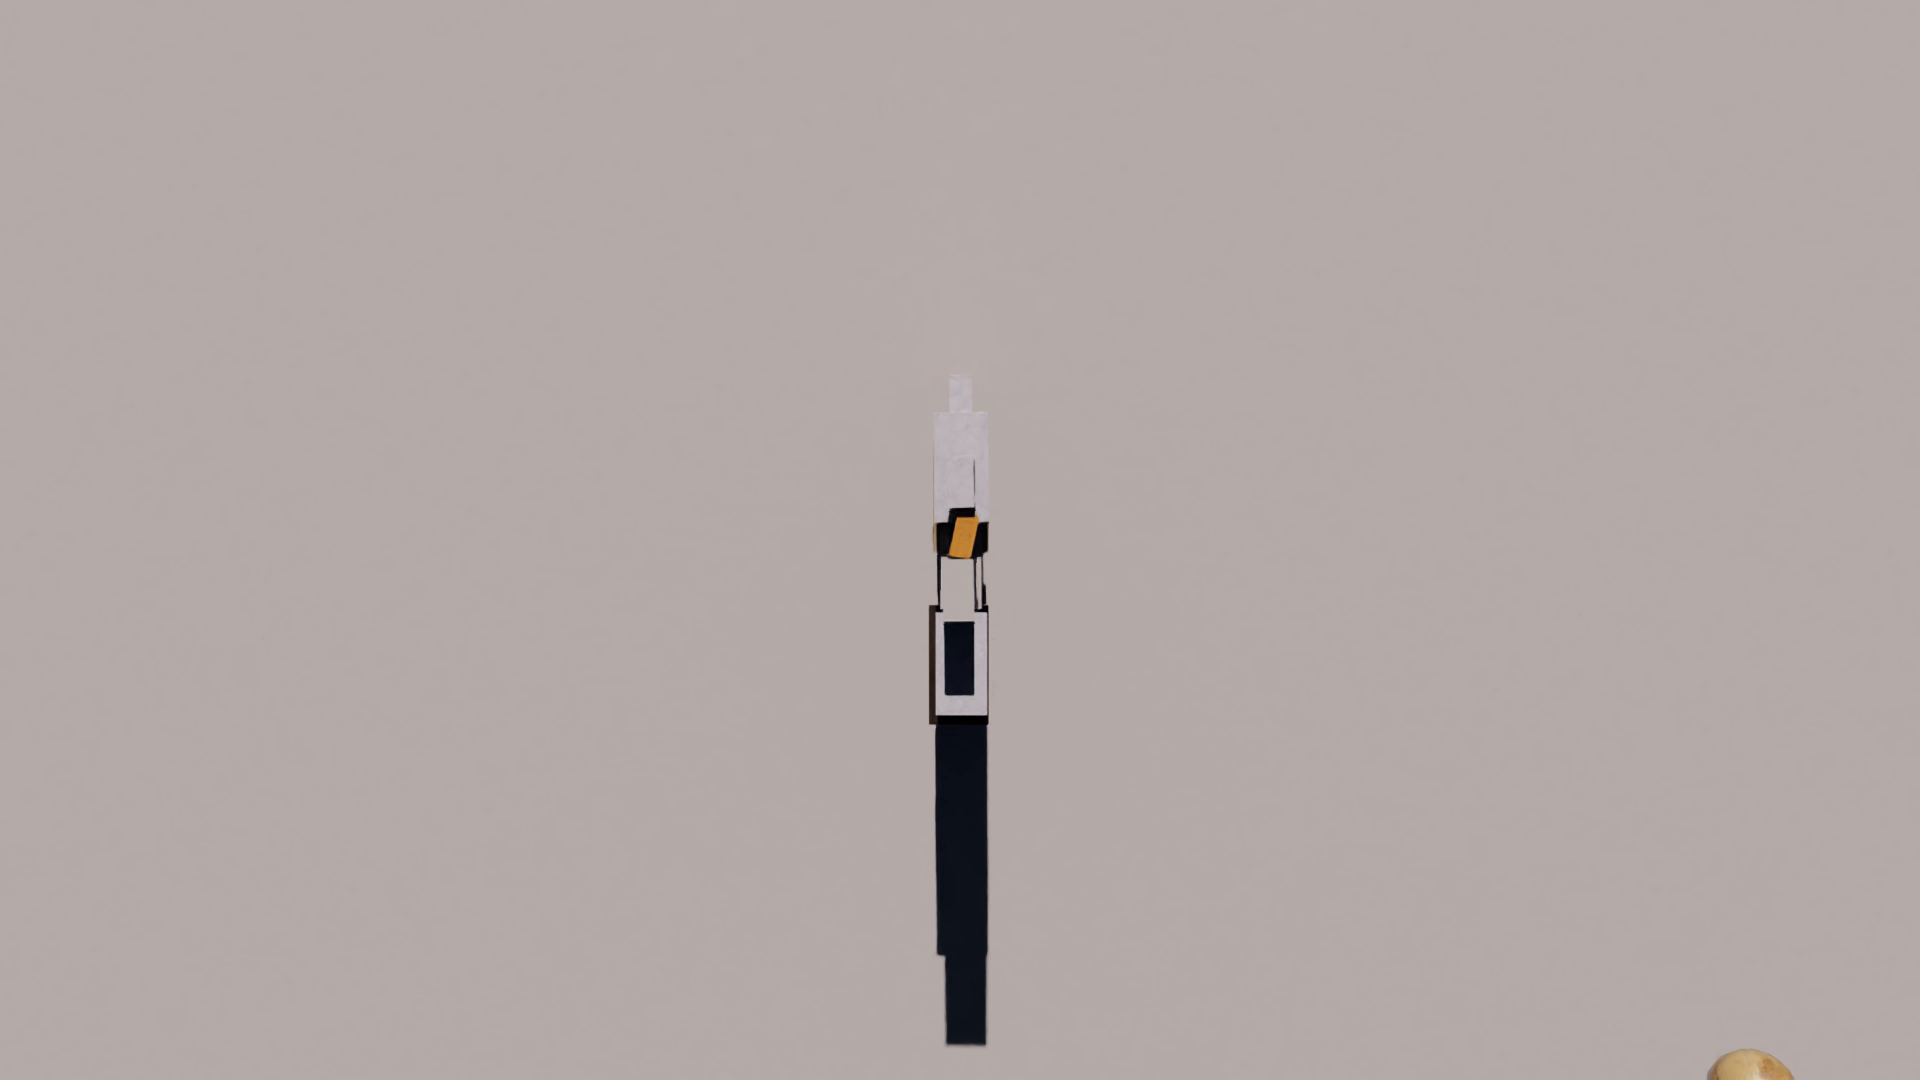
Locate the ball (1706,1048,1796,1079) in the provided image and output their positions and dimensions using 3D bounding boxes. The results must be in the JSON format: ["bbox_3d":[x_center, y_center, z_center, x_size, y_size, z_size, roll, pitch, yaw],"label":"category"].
[{"bbox_3d":[2.050,1.433,4.267,0.223,0.223,0.223,0,90,0],"label":"ball"}]

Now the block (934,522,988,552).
[{"bbox_3d":[0.003,-0.124,4.808,0.159,0.045,0.319,0,90,0],"label":"block"}]

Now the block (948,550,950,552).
[{"bbox_3d":[0.000,0.027,4.430,0.058,0.198,0.016,2,89,0],"label":"block"}]

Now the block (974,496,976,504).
[{"bbox_3d":[0.007,-0.106,4.378,0.068,0.136,0.019,0,90,0],"label":"block"}]

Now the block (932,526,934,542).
[{"bbox_3d":[-0.001,-0.017,5.051,0.159,0.440,0.045,0,90,0],"label":"block"}]

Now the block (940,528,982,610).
[{"bbox_3d":[0.003,0.078,4.545,0.113,0.032,0.225,0,90,0],"label":"block"}]

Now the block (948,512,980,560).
[{"bbox_3d":[0.011,-0.011,4.322,0.058,0.016,0.116,12,90,0],"label":"block"}]

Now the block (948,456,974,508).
[{"bbox_3d":[0.003,-0.151,4.301,0.068,0.019,0.136,-1,90,0],"label":"block"}]

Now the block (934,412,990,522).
[{"bbox_3d":[0.004,-0.196,4.467,0.148,0.042,0.297,-1,90,0],"label":"block"}]

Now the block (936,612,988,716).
[{"bbox_3d":[0.004,0.333,4.455,0.138,0.039,0.276,0,90,0],"label":"block"}]

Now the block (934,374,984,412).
[{"bbox_3d":[-0.004,-0.362,5.171,0.153,0.043,0.307,0,90,0],"label":"block"}]

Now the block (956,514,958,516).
[{"bbox_3d":[0.017,-0.059,4.388,0.058,0.116,0.016,5,90,0],"label":"block"}]

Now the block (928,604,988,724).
[{"bbox_3d":[-0.004,0.360,4.775,0.172,0.049,0.344,0,90,0],"label":"block"}]

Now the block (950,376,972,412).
[{"bbox_3d":[0.002,-0.407,4.731,0.065,0.018,0.130,0,90,0],"label":"block"}]

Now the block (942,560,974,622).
[{"bbox_3d":[-0.004,0.130,4.264,0.080,0.023,0.160,0,90,0],"label":"block"}]

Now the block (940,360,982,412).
[{"bbox_3d":[0.002,-0.410,4.887,0.122,0.035,0.245,0,90,0],"label":"block"}]
